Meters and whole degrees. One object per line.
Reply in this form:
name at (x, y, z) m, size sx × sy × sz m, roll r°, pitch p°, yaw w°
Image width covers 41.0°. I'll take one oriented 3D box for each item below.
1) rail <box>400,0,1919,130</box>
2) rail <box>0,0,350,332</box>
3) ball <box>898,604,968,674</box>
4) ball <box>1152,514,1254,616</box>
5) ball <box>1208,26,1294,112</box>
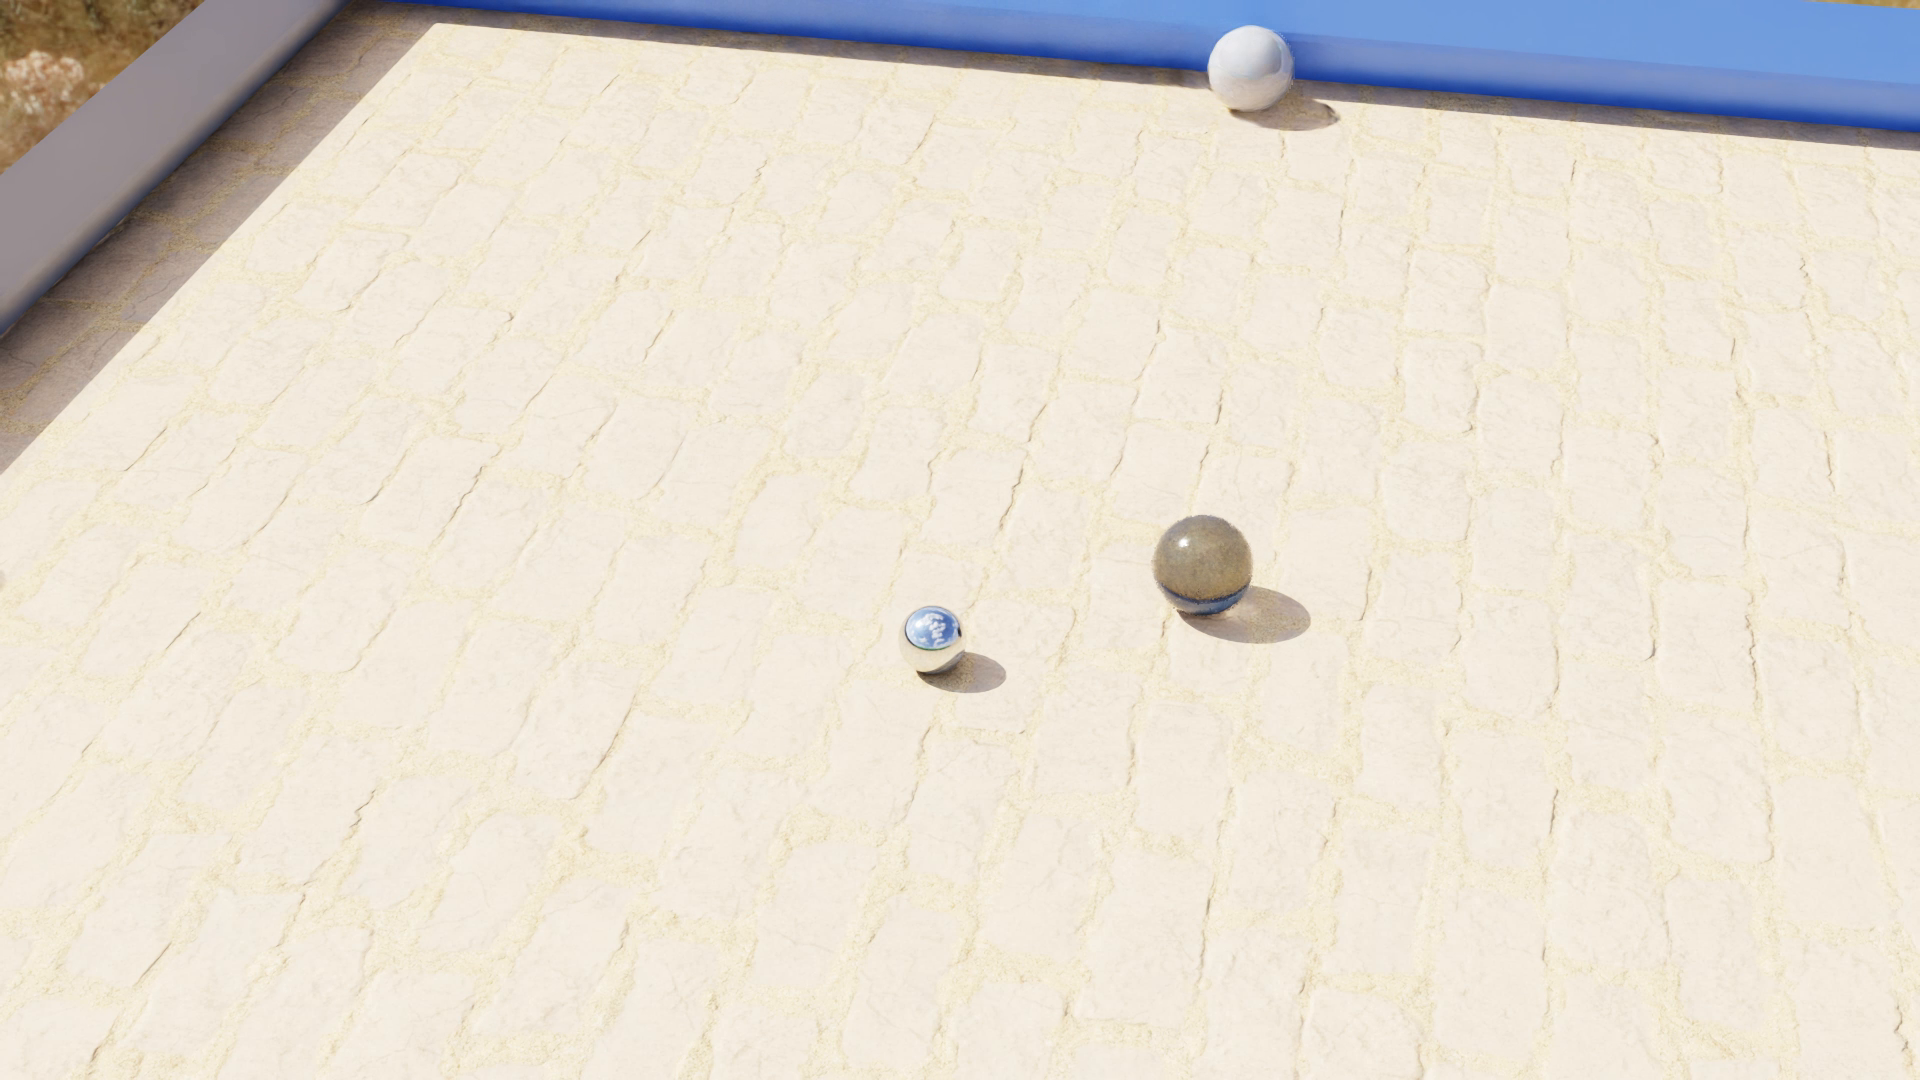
rail at (1.090, -0.444, 2.542) m, size 3.646 × 0.128 × 0.045 m, roll 7°, pitch 35°, yaw 10°
rail at (-0.869, -0.126, 2.074) m, size 0.045 × 0.128 × 1.964 m, roll 7°, pitch 35°, yaw 10°
ball at (-0.020, 0.072, 1.854) m, size 0.050 × 0.050 × 0.050 m, roll 0°, pitch 34°, yaw 0°
ball at (0.181, 0.018, 1.910) m, size 0.075 × 0.075 × 0.075 m, roll 0°, pitch 34°, yaw 0°
ball at (0.299, -0.485, 2.639) m, size 0.088 × 0.088 × 0.088 m, roll 0°, pitch 34°, yaw 0°
